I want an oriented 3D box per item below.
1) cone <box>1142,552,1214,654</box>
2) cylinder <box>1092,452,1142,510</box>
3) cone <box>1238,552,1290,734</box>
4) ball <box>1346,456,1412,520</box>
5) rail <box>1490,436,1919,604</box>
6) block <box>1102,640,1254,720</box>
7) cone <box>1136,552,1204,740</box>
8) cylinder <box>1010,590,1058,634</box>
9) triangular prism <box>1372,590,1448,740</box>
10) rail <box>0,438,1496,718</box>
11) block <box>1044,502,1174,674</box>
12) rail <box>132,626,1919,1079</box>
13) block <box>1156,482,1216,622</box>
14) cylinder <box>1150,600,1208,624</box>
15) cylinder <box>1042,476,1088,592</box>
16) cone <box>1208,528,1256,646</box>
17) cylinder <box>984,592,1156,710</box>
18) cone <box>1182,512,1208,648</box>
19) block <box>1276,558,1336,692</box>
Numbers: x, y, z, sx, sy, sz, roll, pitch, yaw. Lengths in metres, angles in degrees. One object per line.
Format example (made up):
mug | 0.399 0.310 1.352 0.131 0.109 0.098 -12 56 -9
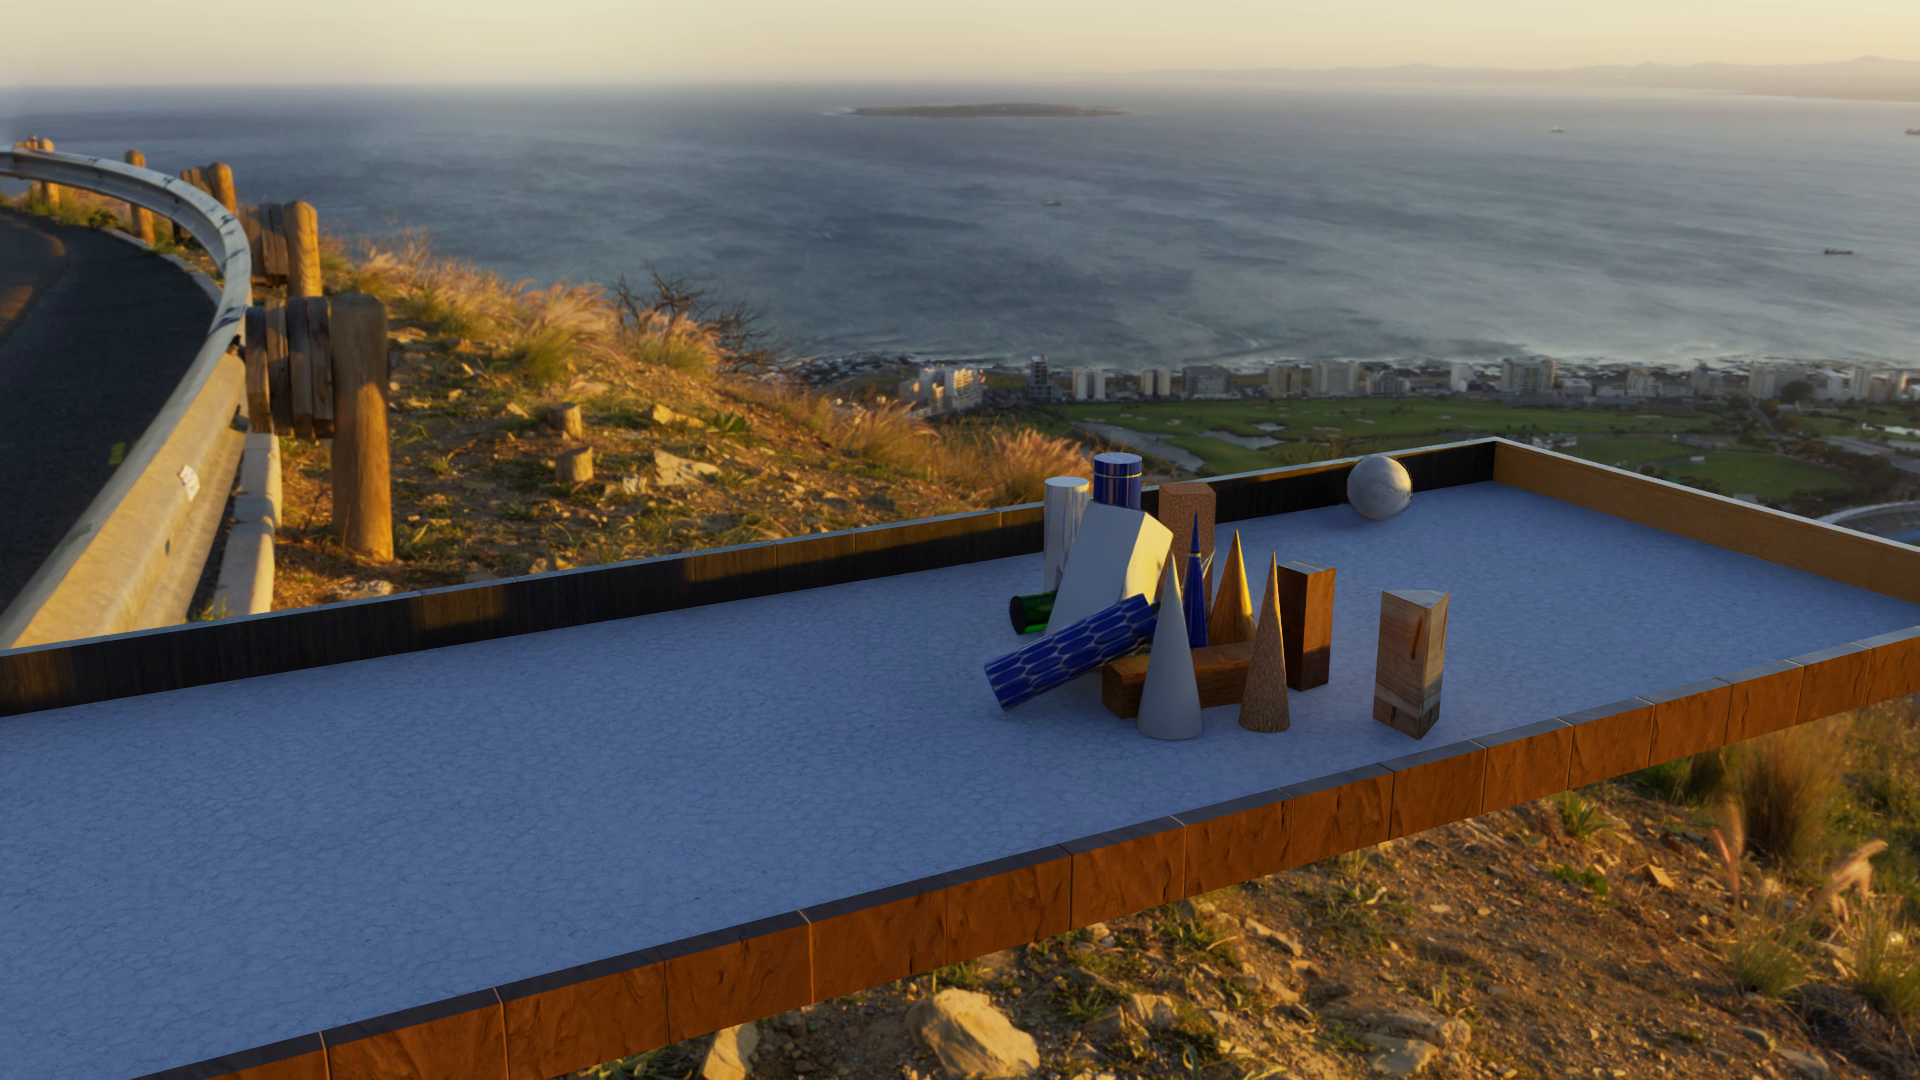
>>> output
cone | 0.574 0.154 4.238 0.113 0.319 0.113 27 16 -9
cylinder | 0.458 -0.050 4.831 0.139 0.391 0.139 0 16 0
cone | 0.717 0.224 3.826 0.121 0.432 0.121 0 16 0
ball | 1.416 -0.177 5.578 0.213 0.213 0.213 0 16 0
rail | 2.466 -0.048 5.253 0.050 0.150 2.100 -9 18 -27
block | 0.552 0.338 4.006 0.401 0.112 0.112 -6 17 -18
cone | 0.486 0.227 3.800 0.160 0.438 0.160 -1 17 0
cylinder | 0.319 0.183 4.542 0.354 0.107 0.107 -7 18 -23
triangular prism | 1.038 0.279 3.842 0.132 0.318 0.153 10 19 30
rail | -3.305 0.497 3.399 12.000 0.150 0.050 -9 18 -27
block | 0.372 0.128 4.162 0.170 0.397 0.170 12 -12 35
rail | -2.336 1.006 1.665 12.000 0.150 0.050 -9 18 -27
block | 0.626 0.033 4.589 0.128 0.368 0.128 -2 16 -6
cylinder | 0.447 0.230 4.379 0.424 0.109 0.109 -7 18 -24
cylinder | 0.295 0.020 4.615 0.123 0.378 0.123 0 16 0
cone | 0.721 0.125 4.345 0.150 0.330 0.150 0 16 0
cylinder | 0.271 0.266 3.942 0.418 0.123 0.123 -25 17 3
cone | 0.576 0.136 4.084 0.113 0.456 0.113 0 16 0
block | 0.853 0.210 4.101 0.100 0.304 0.100 -12 20 -34
